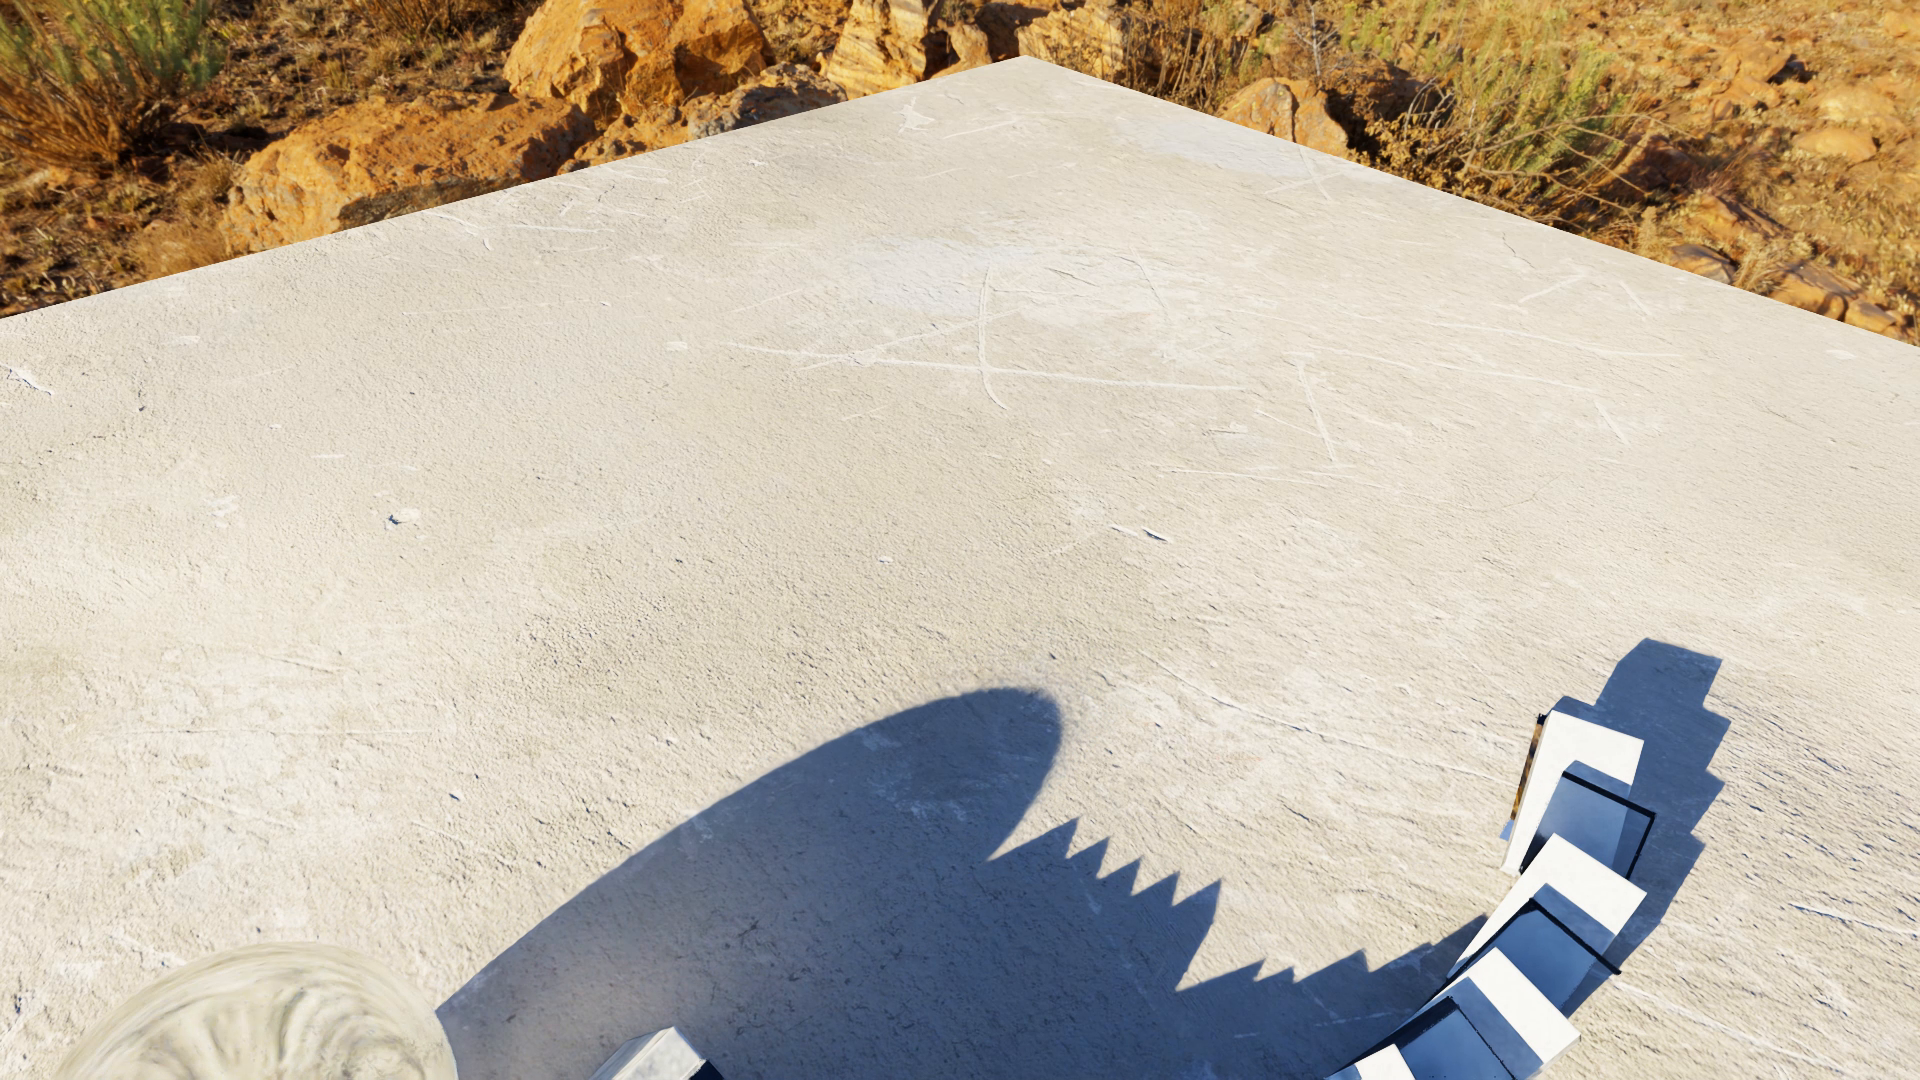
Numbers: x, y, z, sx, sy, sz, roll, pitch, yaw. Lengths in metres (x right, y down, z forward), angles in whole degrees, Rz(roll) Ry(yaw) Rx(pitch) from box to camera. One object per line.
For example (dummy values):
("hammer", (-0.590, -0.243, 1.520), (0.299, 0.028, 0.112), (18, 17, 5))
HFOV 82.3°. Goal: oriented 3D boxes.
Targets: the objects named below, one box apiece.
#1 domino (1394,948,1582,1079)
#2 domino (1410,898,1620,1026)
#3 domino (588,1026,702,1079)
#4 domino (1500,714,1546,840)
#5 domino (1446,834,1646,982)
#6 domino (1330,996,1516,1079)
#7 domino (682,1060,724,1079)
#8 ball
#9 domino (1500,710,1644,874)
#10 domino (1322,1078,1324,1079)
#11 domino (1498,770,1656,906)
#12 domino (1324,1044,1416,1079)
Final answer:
("domino", (0.123, 0.127, 0.270), (0.050, 0.010, 0.025), (-39, 47, -1))
("domino", (0.140, 0.119, 0.281), (0.050, 0.010, 0.025), (-41, 50, -6))
("domino", (-0.079, 0.129, 0.257), (0.009, 0.050, 0.025), (49, 52, 1))
("domino", (0.190, 0.079, 0.347), (0.025, 0.010, 0.050), (21, 44, 24))
("domino", (0.157, 0.107, 0.295), (0.050, 0.009, 0.025), (-47, 54, -9))
("domino", (0.105, 0.135, 0.261), (0.050, 0.010, 0.025), (-35, 44, 2))
("domino", (-0.071, 0.134, 0.251), (0.009, 0.050, 0.025), (48, 52, 1))
("ball", (-0.150, 0.127, 0.233), (0.080, 0.080, 0.080), (0, 39, 0))
("domino", (0.181, 0.079, 0.326), (0.025, 0.010, 0.050), (19, 72, 23))
("domino", (0.066, 0.145, 0.248), (0.050, 0.009, 0.025), (-28, 39, 11))
("domino", (0.172, 0.094, 0.310), (0.025, 0.010, 0.050), (26, 75, 25))
("domino", (0.086, 0.141, 0.254), (0.050, 0.009, 0.025), (-31, 41, 7))
